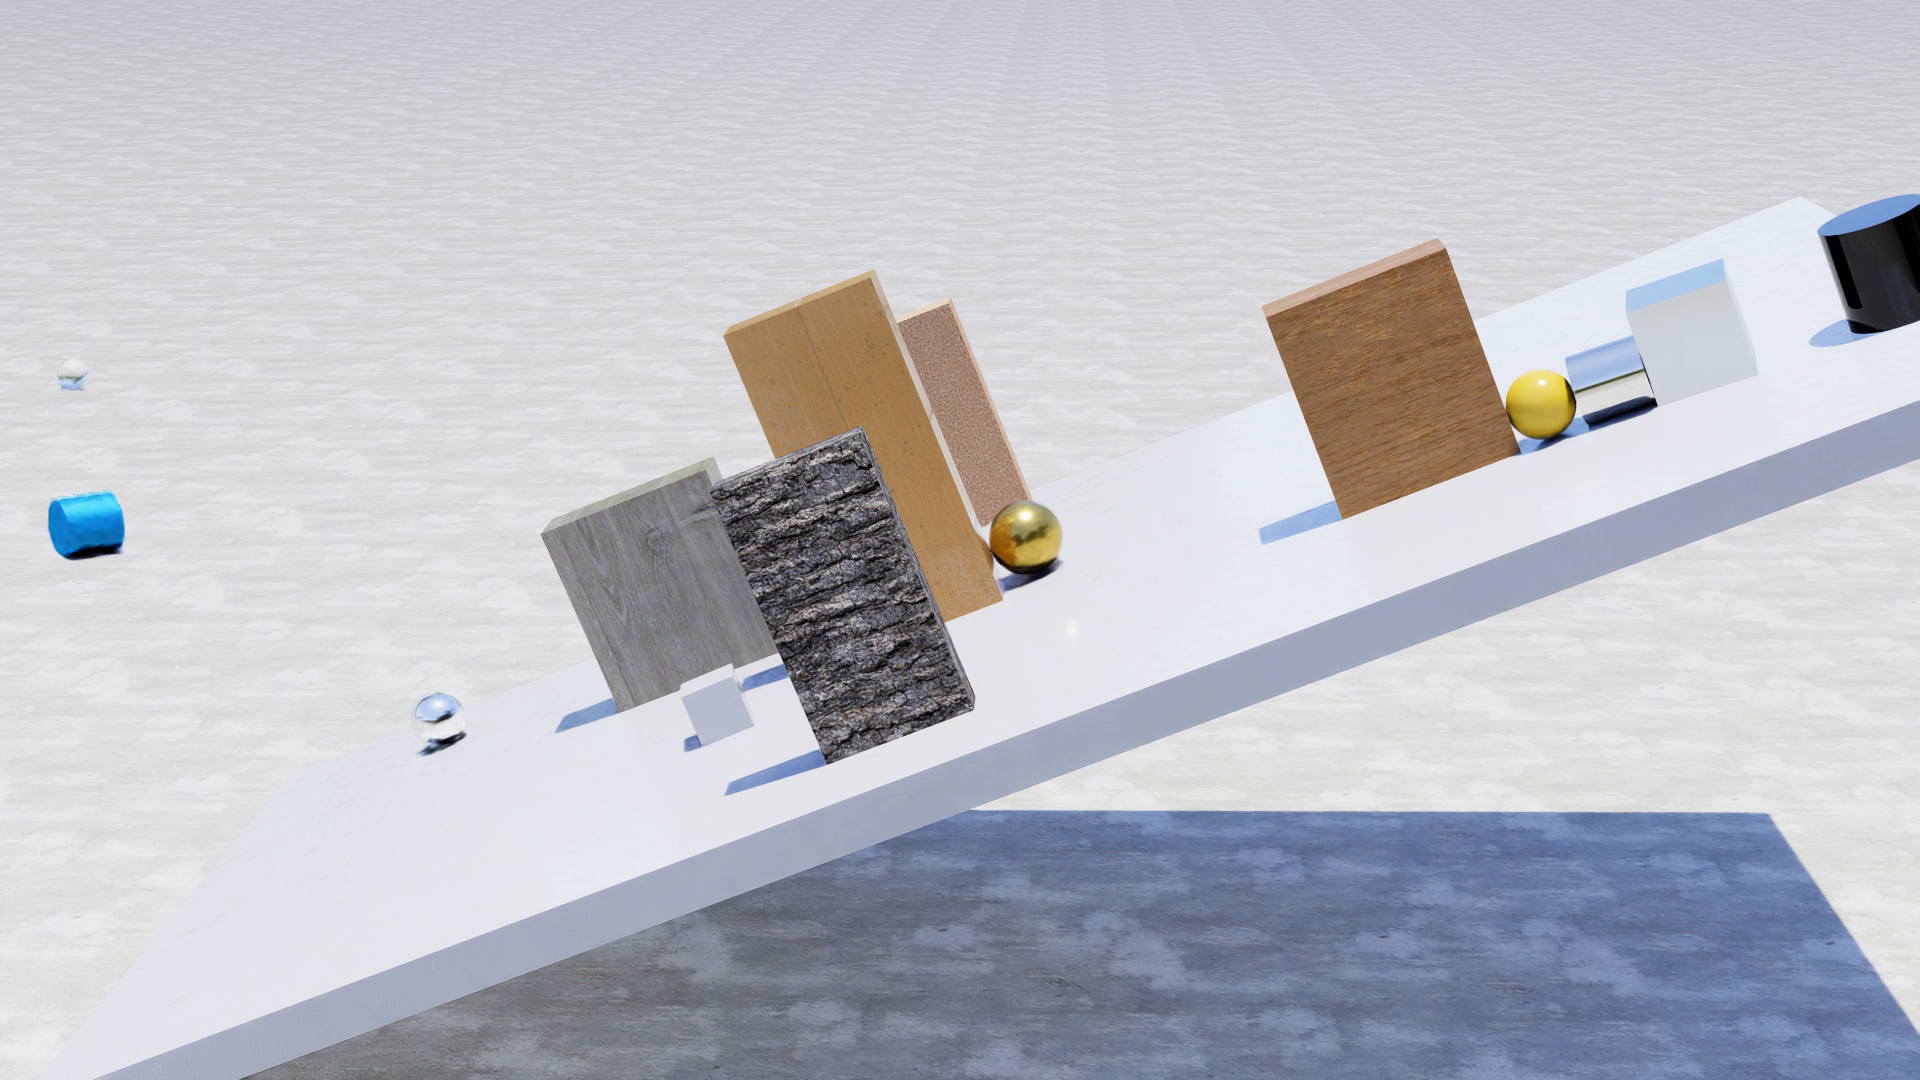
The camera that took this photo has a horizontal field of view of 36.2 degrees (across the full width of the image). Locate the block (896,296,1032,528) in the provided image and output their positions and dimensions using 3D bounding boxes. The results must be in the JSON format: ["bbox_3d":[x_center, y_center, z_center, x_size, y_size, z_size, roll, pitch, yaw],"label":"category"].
[{"bbox_3d":[-0.101,-0.262,7.066,0.379,0.535,0.099,-21,12,7],"label":"block"}]

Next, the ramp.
[{"bbox_3d":[0.124,0.173,6.290,4.000,0.100,2.000,-21,12,7],"label":"ramp"}]

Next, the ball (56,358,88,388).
[{"bbox_3d":[-3.932,-0.738,13.028,0.137,0.137,0.137,0,14,0],"label":"ball"}]

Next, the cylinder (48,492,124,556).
[{"bbox_3d":[-3.007,-0.054,10.123,0.195,0.195,0.195,-10,17,-36],"label":"cylinder"}]

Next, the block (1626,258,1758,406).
[{"bbox_3d":[1.429,-0.407,5.751,0.197,0.197,0.197,-19,13,18],"label":"block"}]

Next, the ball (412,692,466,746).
[{"bbox_3d":[-1.258,0.432,7.106,0.126,0.126,0.126,0,14,0],"label":"ball"}]

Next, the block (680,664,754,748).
[{"bbox_3d":[-0.508,0.345,6.157,0.116,0.116,0.116,-23,12,-1],"label":"block"}]

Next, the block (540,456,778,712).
[{"bbox_3d":[-0.668,0.102,6.702,0.406,0.451,0.145,-21,12,7],"label":"block"}]

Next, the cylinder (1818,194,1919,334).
[{"bbox_3d":[1.777,-0.530,5.644,0.204,0.204,0.204,-21,12,5],"label":"cylinder"}]

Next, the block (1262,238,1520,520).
[{"bbox_3d":[0.853,-0.320,5.834,0.372,0.436,0.142,-21,12,7],"label":"block"}]

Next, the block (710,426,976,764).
[{"bbox_3d":[-0.218,0.107,5.574,0.302,0.573,0.087,-21,12,7],"label":"block"}]

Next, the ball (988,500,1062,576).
[{"bbox_3d":[0.143,-0.004,6.398,0.163,0.163,0.163,0,14,0],"label":"ball"}]

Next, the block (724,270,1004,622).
[{"bbox_3d":[-0.200,-0.164,6.298,0.336,0.749,0.121,-21,12,7],"label":"block"}]

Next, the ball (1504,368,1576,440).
[{"bbox_3d":[1.144,-0.267,5.794,0.140,0.140,0.140,0,14,0],"label":"ball"}]
